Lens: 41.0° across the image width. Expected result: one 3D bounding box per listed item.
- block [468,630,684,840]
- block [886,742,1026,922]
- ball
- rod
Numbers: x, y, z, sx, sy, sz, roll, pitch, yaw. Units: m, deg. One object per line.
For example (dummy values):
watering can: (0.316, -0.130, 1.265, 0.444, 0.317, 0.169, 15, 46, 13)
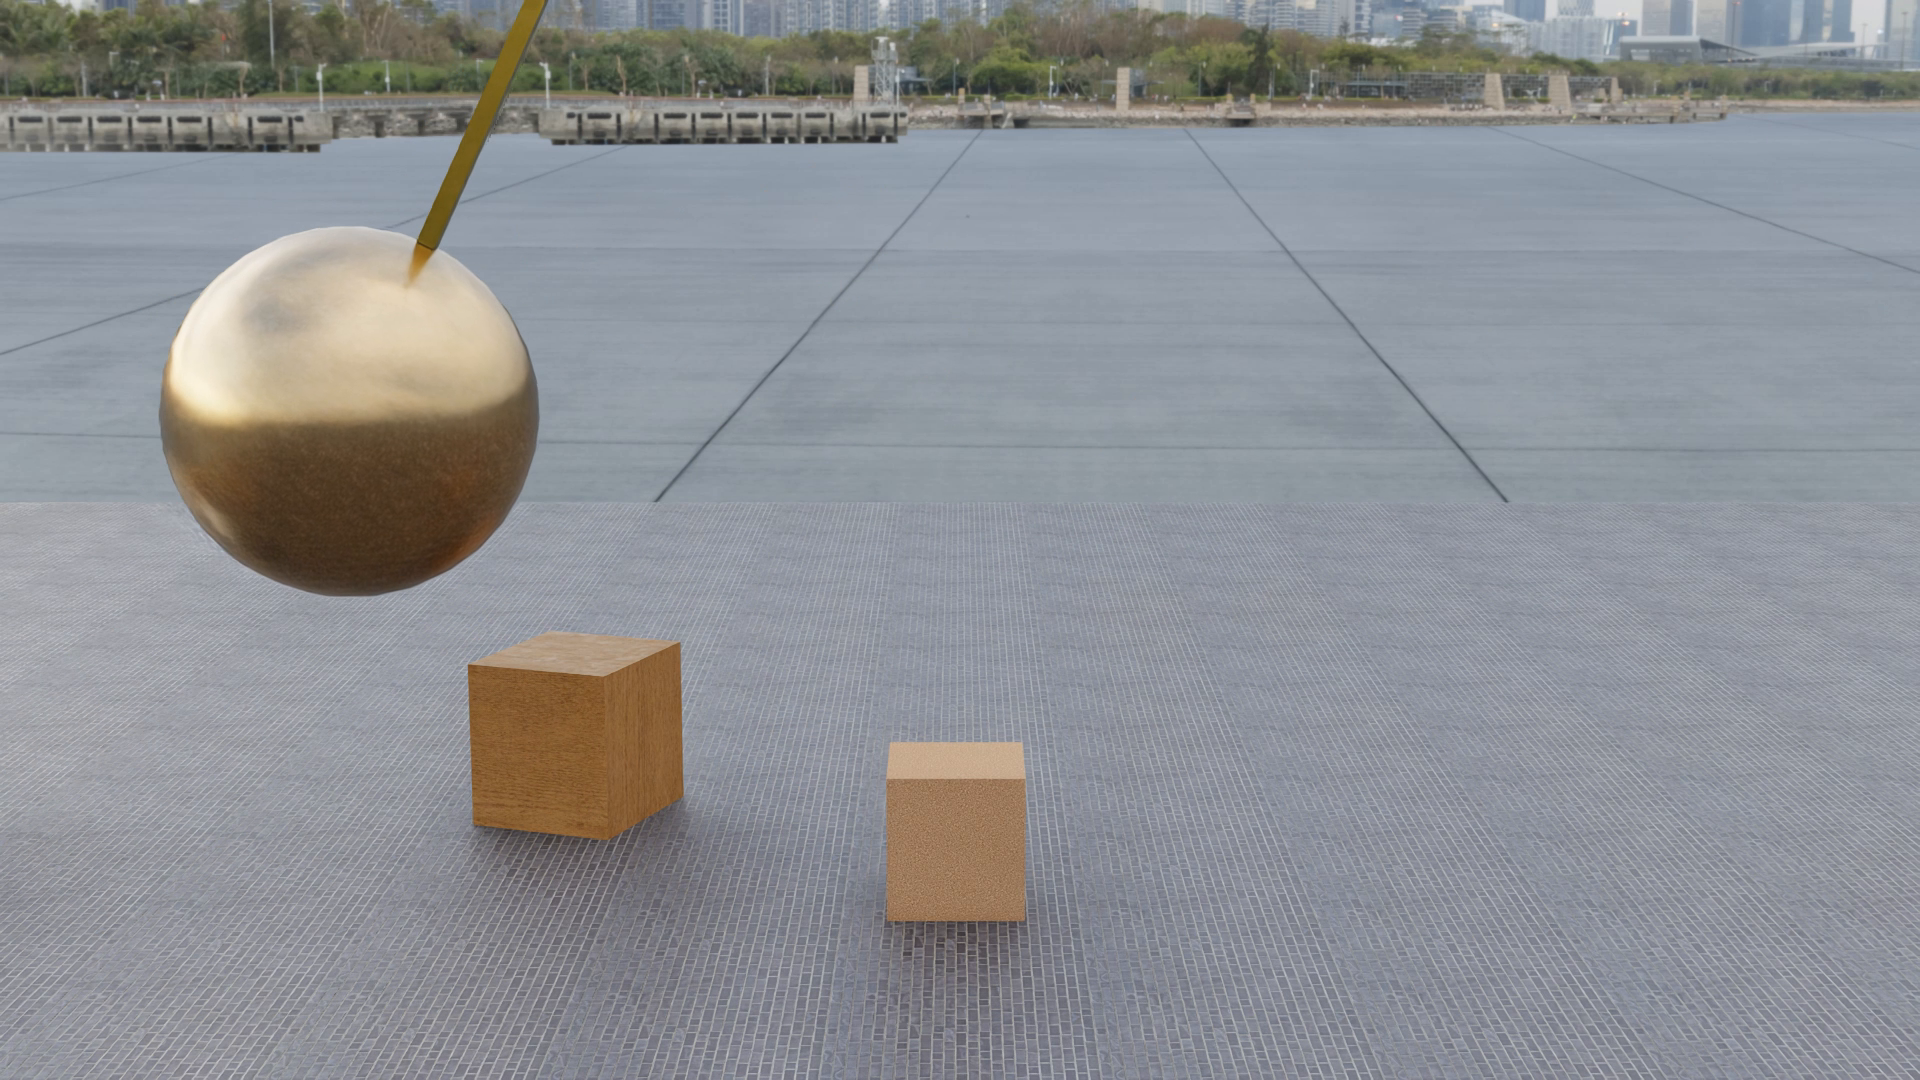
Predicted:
block: (-1.833, 0.922, 12.319, 0.716, 0.779, 0.784, 4, 11, 20)
block: (-0.017, 1.243, 11.003, 0.579, 0.618, 0.592, 0, 10, 0)
ball: (-2.625, -0.551, 11.080, 1.600, 1.600, 1.600, 0, 10, 0)
rod: (-1.138, -3.559, 10.533, 0.080, 5.200, 0.080, 26, 9, -4)
